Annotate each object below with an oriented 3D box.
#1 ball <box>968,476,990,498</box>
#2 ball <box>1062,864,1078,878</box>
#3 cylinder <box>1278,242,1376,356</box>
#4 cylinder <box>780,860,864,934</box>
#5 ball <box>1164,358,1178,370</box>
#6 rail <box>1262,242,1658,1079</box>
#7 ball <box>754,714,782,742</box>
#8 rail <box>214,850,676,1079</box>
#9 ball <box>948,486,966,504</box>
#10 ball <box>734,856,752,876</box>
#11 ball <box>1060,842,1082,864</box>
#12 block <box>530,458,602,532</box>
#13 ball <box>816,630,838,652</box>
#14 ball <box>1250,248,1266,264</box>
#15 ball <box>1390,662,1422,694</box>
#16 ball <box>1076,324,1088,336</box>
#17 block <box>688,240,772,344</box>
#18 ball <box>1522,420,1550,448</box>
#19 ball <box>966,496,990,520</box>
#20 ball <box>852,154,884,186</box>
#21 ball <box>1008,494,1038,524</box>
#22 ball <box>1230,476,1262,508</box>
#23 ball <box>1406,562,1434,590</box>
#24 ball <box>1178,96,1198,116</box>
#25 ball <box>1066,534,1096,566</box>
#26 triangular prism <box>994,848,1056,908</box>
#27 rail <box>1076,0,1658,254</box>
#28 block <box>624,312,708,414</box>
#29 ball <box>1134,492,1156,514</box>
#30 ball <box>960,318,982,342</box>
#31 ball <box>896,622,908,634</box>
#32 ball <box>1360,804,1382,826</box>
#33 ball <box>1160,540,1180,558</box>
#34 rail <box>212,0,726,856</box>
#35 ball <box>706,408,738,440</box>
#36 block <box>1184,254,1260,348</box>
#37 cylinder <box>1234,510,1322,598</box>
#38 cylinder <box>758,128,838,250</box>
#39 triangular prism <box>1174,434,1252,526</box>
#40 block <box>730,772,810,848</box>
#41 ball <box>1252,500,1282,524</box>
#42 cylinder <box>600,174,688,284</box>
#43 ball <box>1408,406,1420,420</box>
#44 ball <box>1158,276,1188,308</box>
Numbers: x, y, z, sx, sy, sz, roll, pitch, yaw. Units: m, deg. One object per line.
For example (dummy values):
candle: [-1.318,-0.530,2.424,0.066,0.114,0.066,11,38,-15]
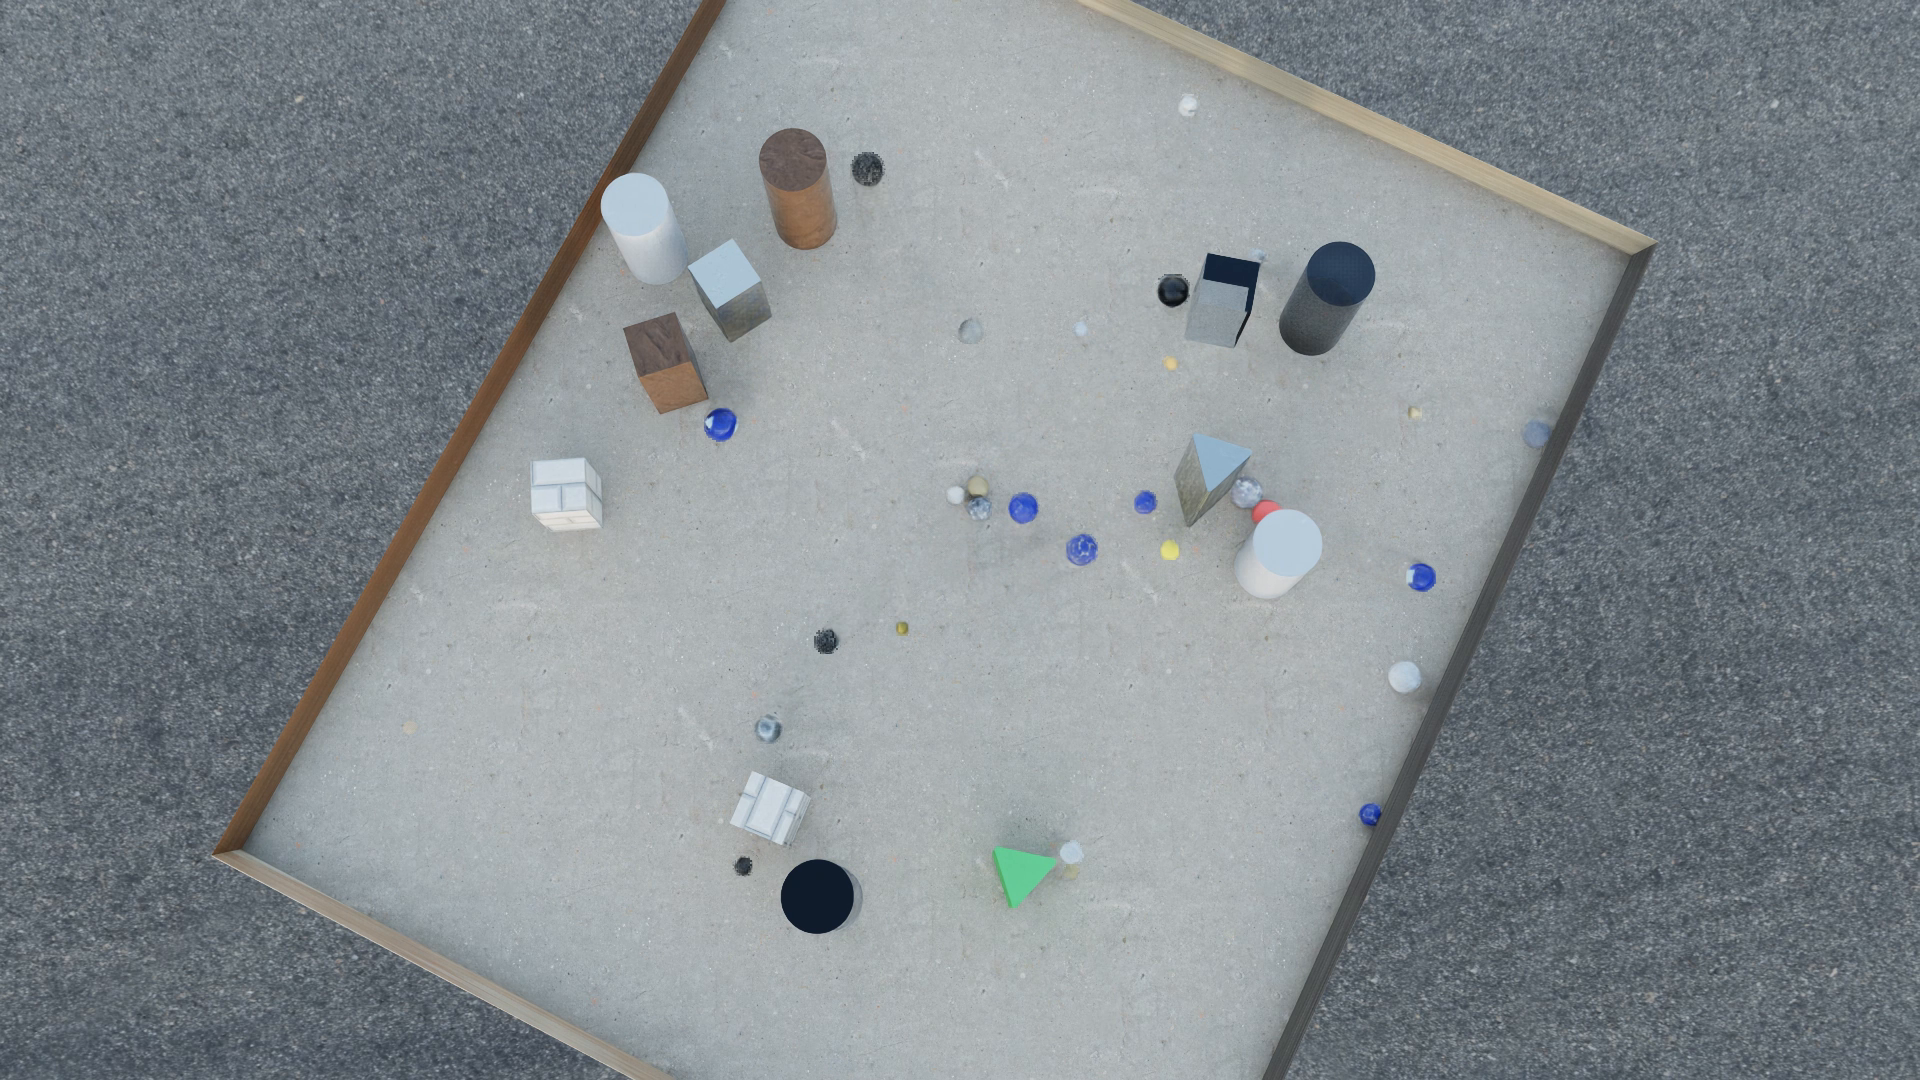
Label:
ball: [0.056,-0.163,5.616,0.067,0.067,0.067,0,78,0]
ball: [0.324,0.974,5.393,0.043,0.043,0.043,0,78,0]
cylinder: [1.101,-0.721,5.525,0.198,0.472,0.198,0,78,0]
cylinder: [-0.384,1.008,5.169,0.198,0.469,0.198,0,78,0]
ball: [0.659,-0.548,5.709,0.042,0.042,0.042,0,78,0]
rail: [1.337,0.661,5.413,0.045,0.129,3.616,26,80,5]
ball: [-0.570,0.561,5.459,0.081,0.081,0.081,0,78,0]
rail: [-0.798,1.570,5.225,3.036,0.129,0.045,26,80,5]
ball: [-0.011,-0.137,5.617,0.056,0.056,0.056,0,78,0]
ball: [-0.636,0.959,5.391,0.053,0.053,0.053,0,78,0]
ball: [0.328,0.922,5.395,0.061,0.061,0.061,0,78,0]
block: [-1.181,-0.134,5.513,0.159,0.257,0.159,-4,78,-1]
ball: [-0.398,0.305,5.519,0.067,0.067,0.067,0,78,0]
ball: [0.940,-0.894,5.777,0.049,0.049,0.049,0,78,0]
ball: [1.332,0.412,5.483,0.095,0.095,0.095,0,78,0]
ball: [0.380,-0.655,5.732,0.040,0.040,0.040,0,78,0]
block: [-0.699,-0.757,5.602,0.159,0.336,0.159,-34,80,-7]
ball: [1.774,-0.328,5.641,0.085,0.085,0.085,0,78,0]
ball: [0.057,-0.095,5.599,0.073,0.073,0.073,0,78,0]
ball: [-0.291,-1.172,5.809,0.099,0.099,0.099,0,78,0]
ball: [0.193,-0.094,5.590,0.090,0.090,0.090,0,78,0]
ball: [0.875,-0.146,5.597,0.097,0.097,0.097,0,78,0]
ball: [1.393,0.111,5.551,0.084,0.084,0.084,0,78,0]
ball: [0.732,-1.389,5.871,0.065,0.065,0.065,0,78,0]
ball: [0.368,0.031,5.562,0.095,0.095,0.095,0,78,0]
triangular prism: [0.152,0.936,5.235,0.149,0.368,0.172,42,81,8]
rail: [0.798,-1.556,5.872,3.036,0.129,0.045,26,80,5]
block: [-0.882,-0.528,5.524,0.159,0.395,0.159,-18,79,-4]
ball: [0.564,-0.111,5.605,0.068,0.068,0.068,0,78,0]
ball: [0.034,-0.653,5.714,0.073,0.073,0.073,0,78,0]
ball: [-0.174,0.266,5.541,0.041,0.041,0.041,0,78,0]
ball: [1.213,0.813,5.414,0.067,0.067,0.067,0,78,0]
ball: [0.639,0.028,5.581,0.057,0.057,0.057,0,78,0]
rail: [-1.337,-0.648,5.684,0.045,0.129,3.616,26,80,5]
ball: [-0.733,-0.358,5.641,0.098,0.098,0.098,0,78,0]
block: [0.796,-0.725,5.589,0.159,0.348,0.159,11,79,2]
cylinder: [0.937,0.045,5.421,0.198,0.365,0.198,0,78,0]
cylinder: [-0.490,-1.064,5.593,0.198,0.477,0.198,0,78,0]
triangular prism: [0.712,-0.198,5.409,0.172,0.487,0.149,-42,81,-8]
block: [-0.547,0.785,5.320,0.159,0.262,0.159,22,79,4]
ball: [0.937,-0.078,5.587,0.089,0.089,0.089,0,78,0]
cylinder: [-0.958,-0.945,5.598,0.198,0.419,0.198,0,78,0]
ball: [1.406,-0.394,5.678,0.040,0.040,0.040,0,78,0]
ball: [0.666,-0.777,5.728,0.098,0.098,0.098,0,78,0]
